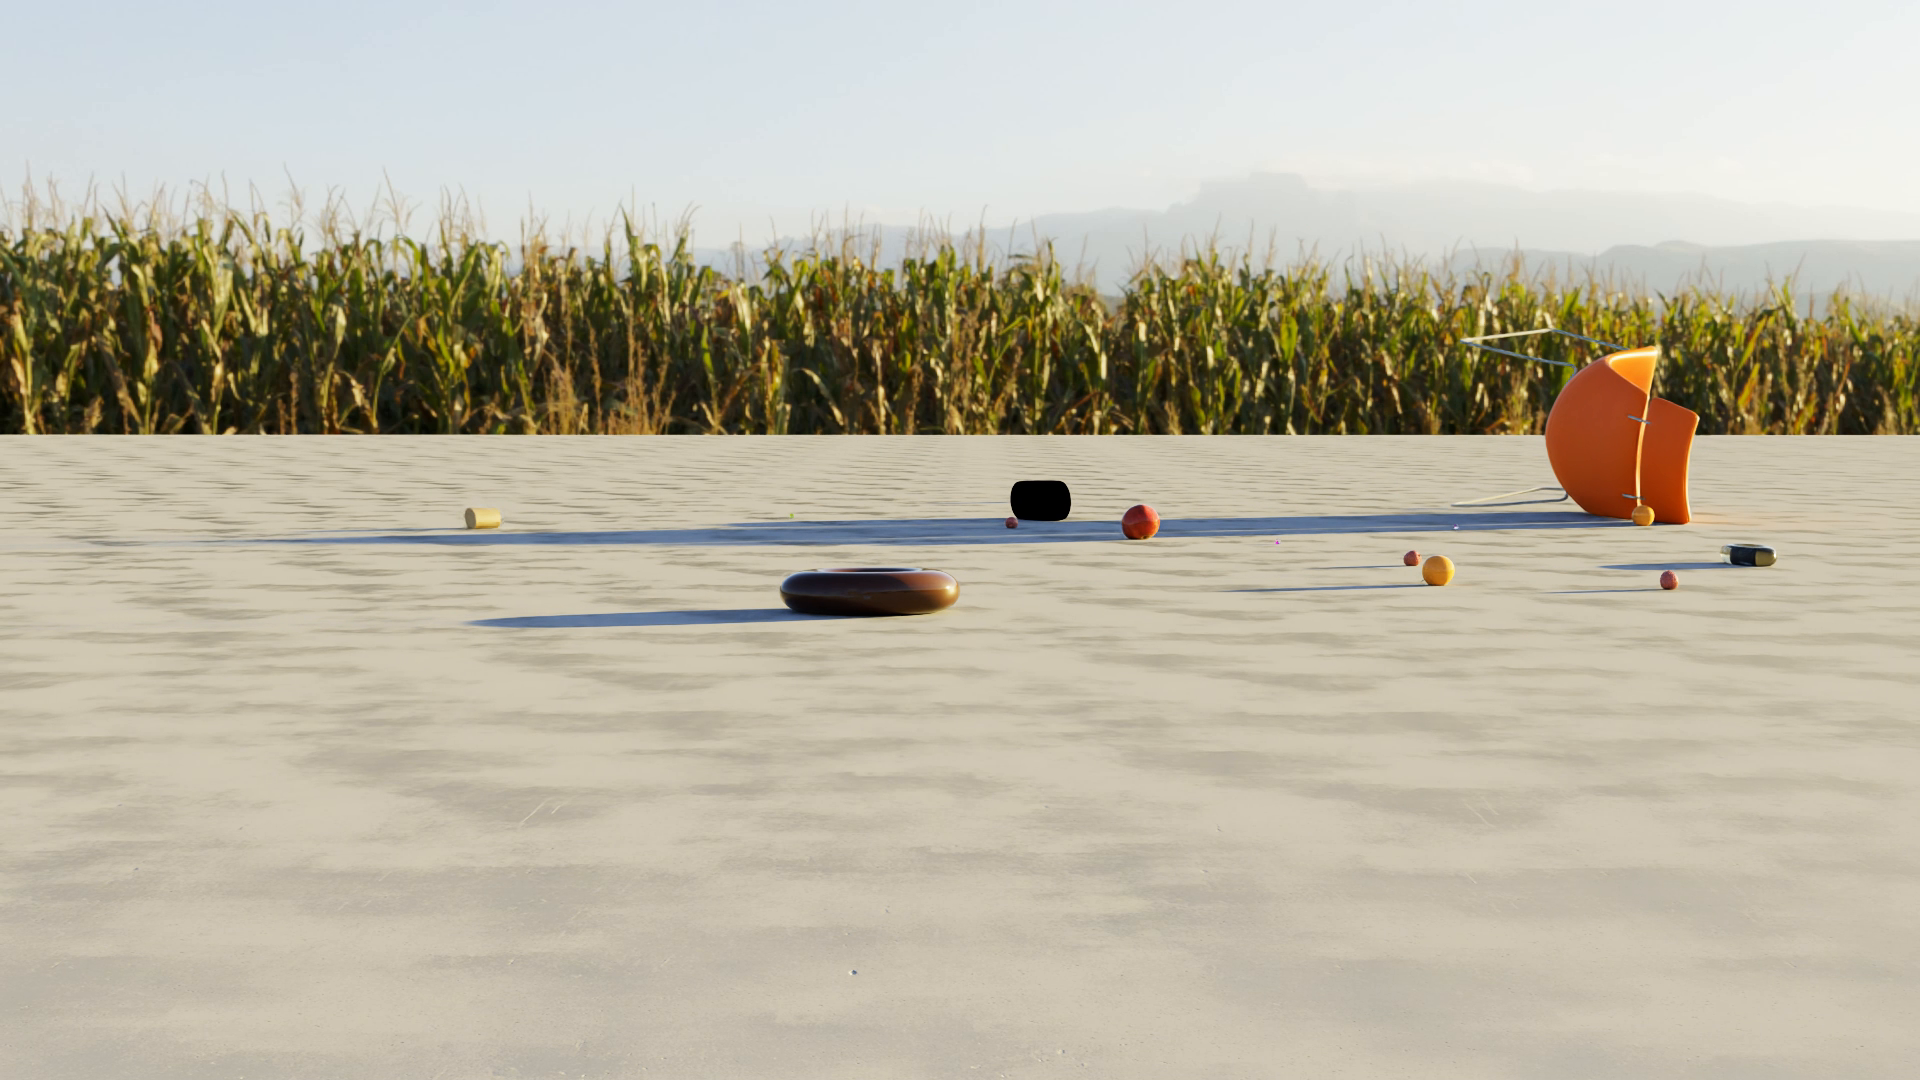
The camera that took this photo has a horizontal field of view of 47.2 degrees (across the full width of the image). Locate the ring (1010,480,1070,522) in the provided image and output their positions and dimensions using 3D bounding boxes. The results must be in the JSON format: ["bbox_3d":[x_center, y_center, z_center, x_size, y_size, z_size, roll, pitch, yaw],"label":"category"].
[{"bbox_3d":[0.276,-0.136,7.567,0.139,0.134,0.310,-6,5,-32],"label":"ring"}]

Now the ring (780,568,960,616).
[{"bbox_3d":[-0.182,0.103,4.435,0.368,0.086,0.234,0,3,6],"label":"ring"}]

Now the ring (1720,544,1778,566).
[{"bbox_3d":[2.021,0.038,5.638,0.110,0.050,0.184,-2,5,-16],"label":"ring"}]

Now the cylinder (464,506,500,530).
[{"bbox_3d":[-1.537,-0.072,7.083,0.087,0.067,0.084,-3,27,-39],"label":"cylinder"}]
